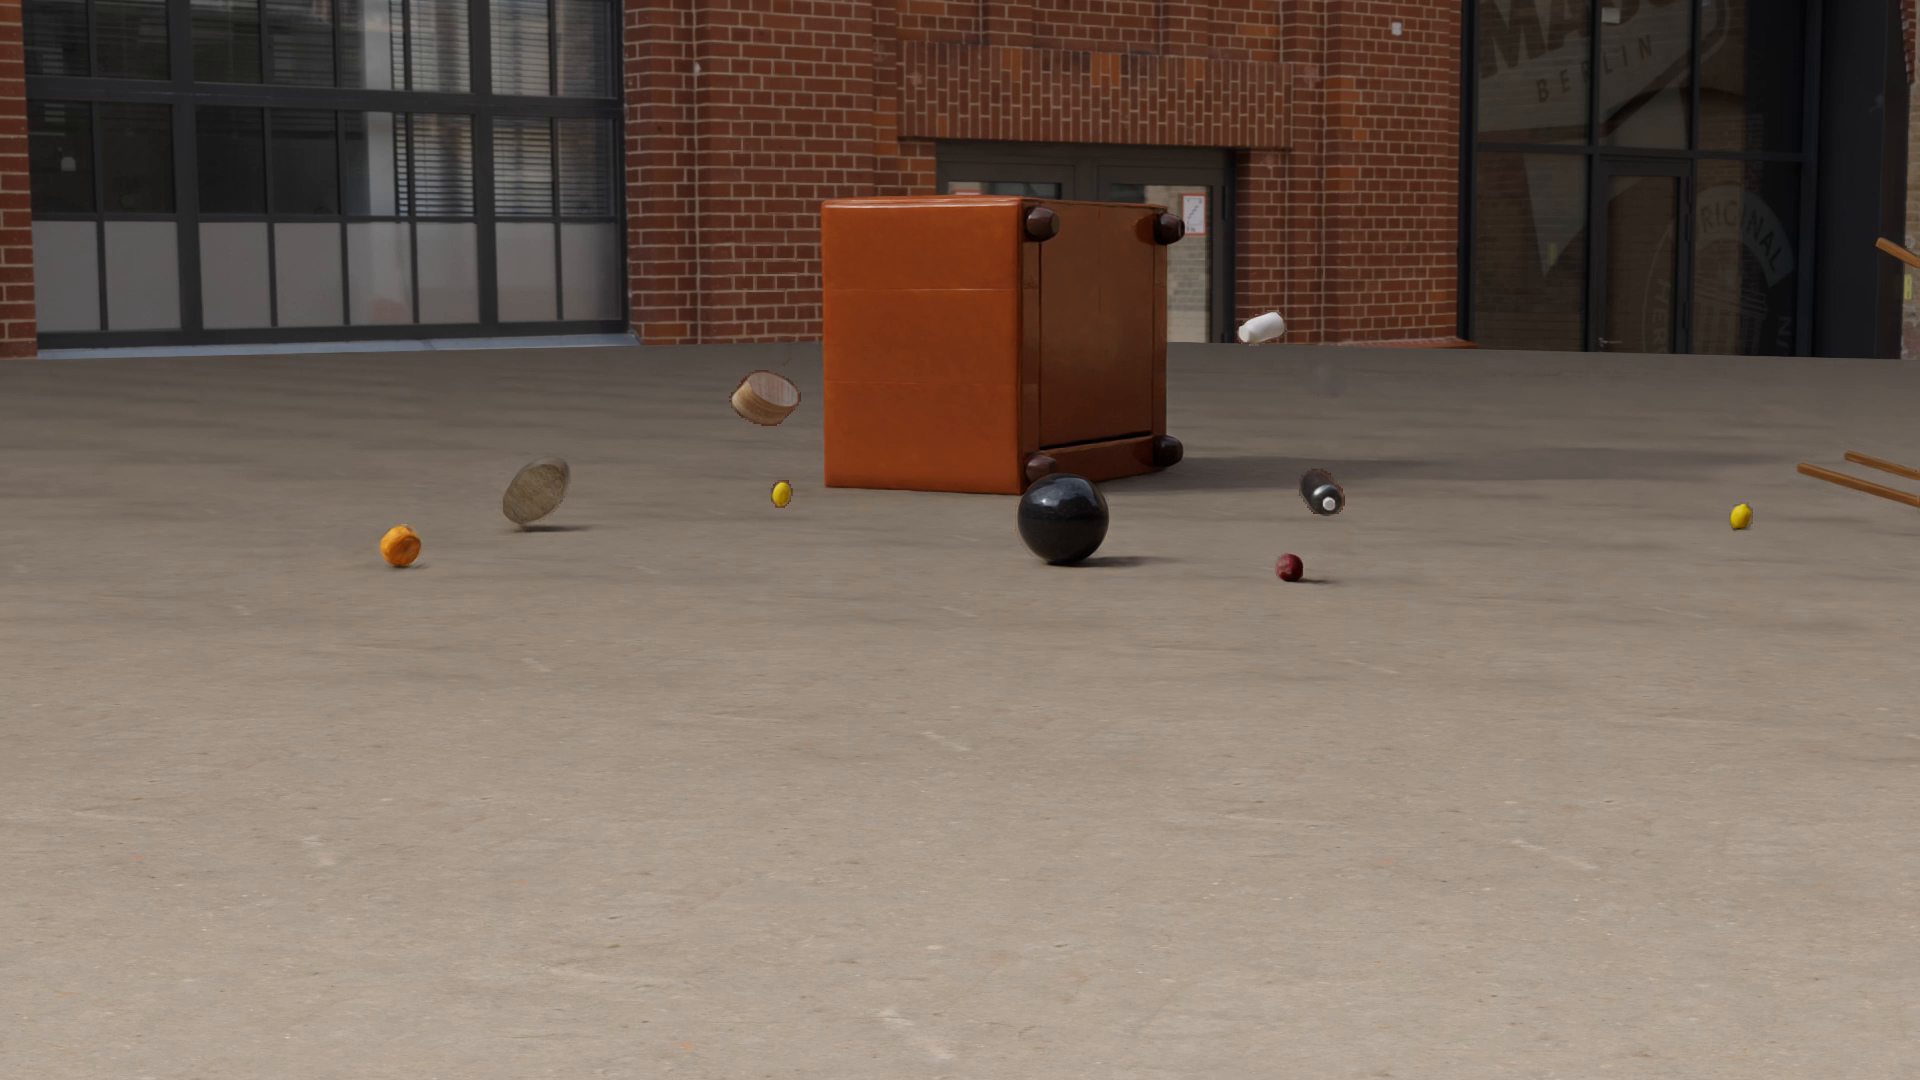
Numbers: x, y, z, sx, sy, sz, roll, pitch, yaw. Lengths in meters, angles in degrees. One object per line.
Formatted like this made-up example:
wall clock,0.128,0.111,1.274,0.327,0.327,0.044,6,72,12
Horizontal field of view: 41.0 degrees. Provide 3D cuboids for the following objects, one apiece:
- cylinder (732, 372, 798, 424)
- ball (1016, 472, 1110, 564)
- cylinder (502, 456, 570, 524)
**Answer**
cylinder,-0.509,-0.370,6.706,0.147,0.092,0.094,18,-37,-27
ball,0.236,-0.050,5.863,0.212,0.212,0.212,0,6,0
cylinder,-1.099,-0.131,6.655,0.186,0.122,0.180,-41,10,2
